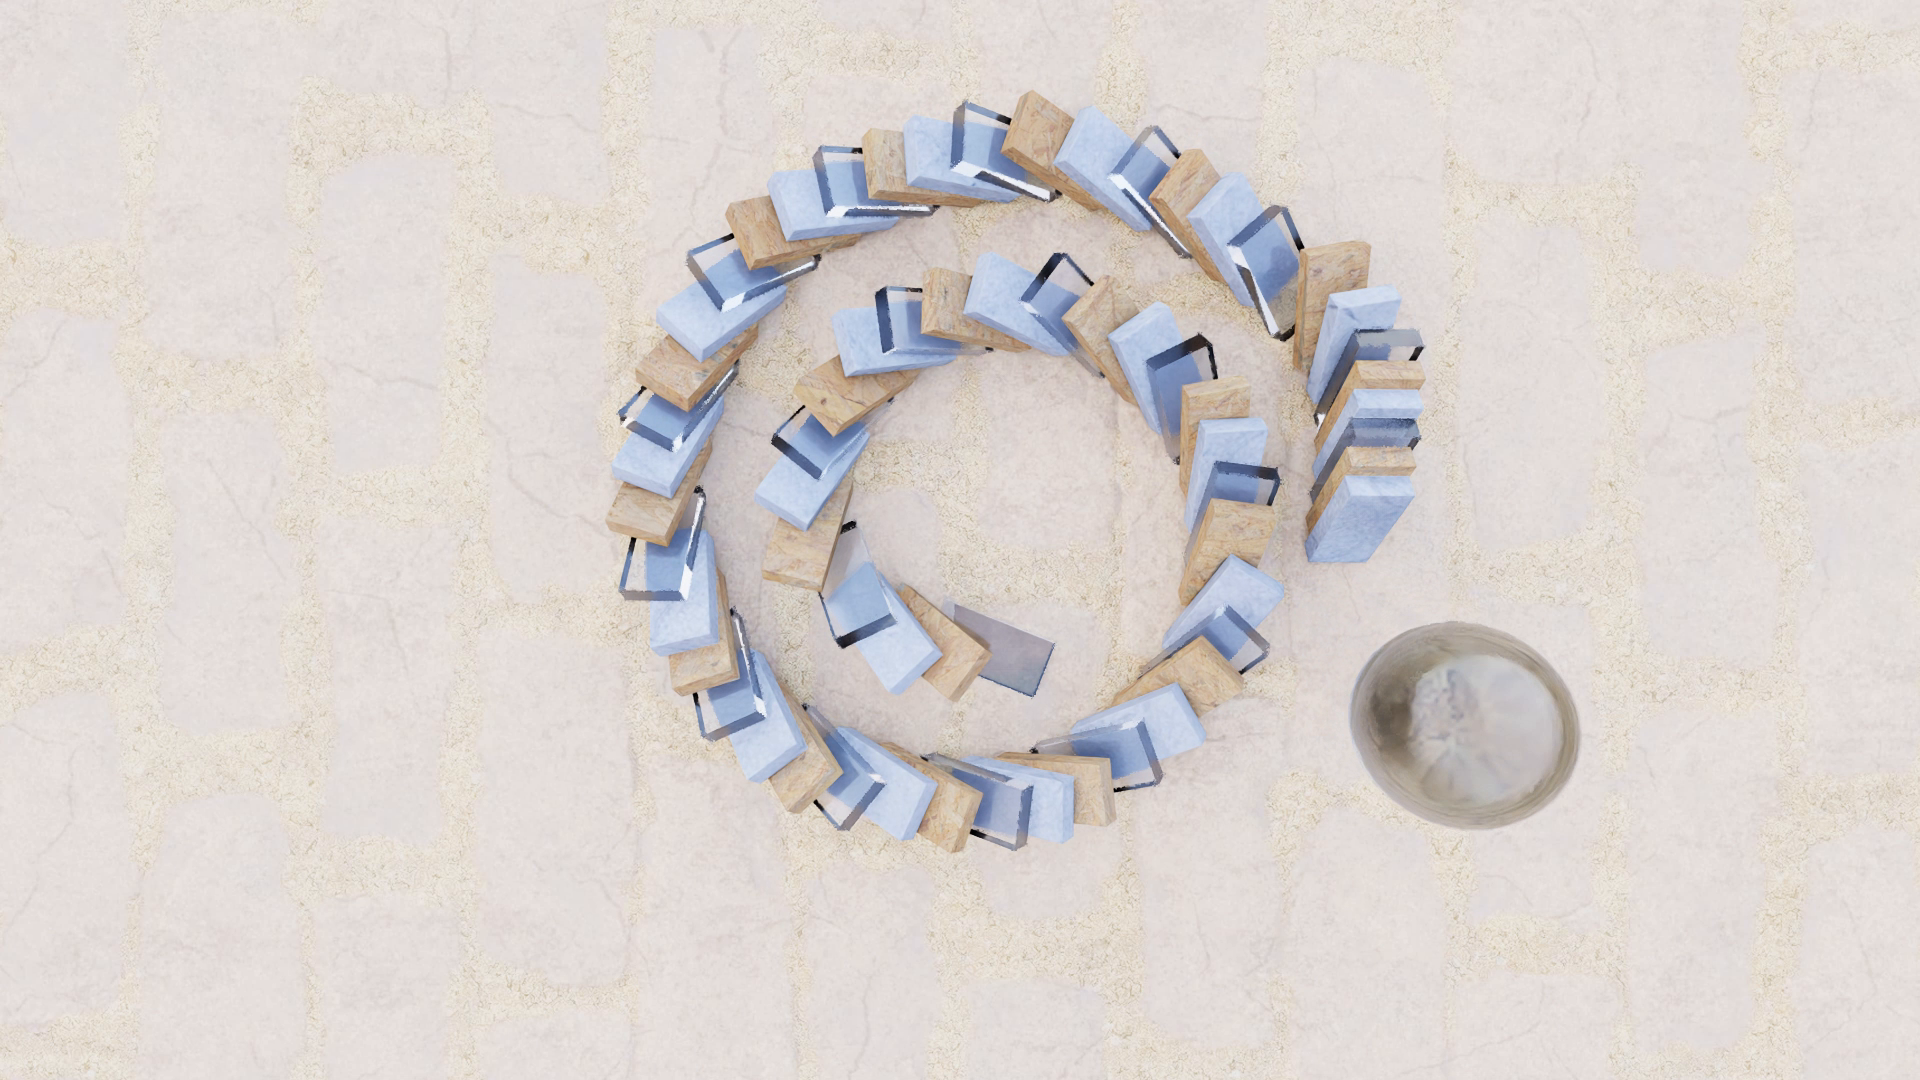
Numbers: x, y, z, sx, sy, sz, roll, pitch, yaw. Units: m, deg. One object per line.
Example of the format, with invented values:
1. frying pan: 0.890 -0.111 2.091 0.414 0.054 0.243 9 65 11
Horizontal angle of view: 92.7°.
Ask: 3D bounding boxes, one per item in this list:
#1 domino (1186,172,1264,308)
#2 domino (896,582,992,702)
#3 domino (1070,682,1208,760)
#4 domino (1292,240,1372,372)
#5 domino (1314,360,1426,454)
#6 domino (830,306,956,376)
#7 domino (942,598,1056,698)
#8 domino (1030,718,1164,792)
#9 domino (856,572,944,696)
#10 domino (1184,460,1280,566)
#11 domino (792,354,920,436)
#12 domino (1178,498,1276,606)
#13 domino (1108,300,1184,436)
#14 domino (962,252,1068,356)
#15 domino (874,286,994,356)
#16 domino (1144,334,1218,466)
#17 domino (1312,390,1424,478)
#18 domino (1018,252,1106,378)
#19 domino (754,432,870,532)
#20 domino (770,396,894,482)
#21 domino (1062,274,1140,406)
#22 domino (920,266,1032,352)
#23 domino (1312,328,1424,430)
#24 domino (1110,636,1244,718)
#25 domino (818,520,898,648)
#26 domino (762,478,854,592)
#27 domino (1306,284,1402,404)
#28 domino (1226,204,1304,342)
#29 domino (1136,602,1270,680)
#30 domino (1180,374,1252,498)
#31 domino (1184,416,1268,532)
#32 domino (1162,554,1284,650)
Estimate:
1. domino: 0.117 -0.124 0.382 0.025 0.009 0.050 -48 123 -2
2. domino: -0.013 0.042 0.384 0.050 0.010 0.025 37 90 30
3. domino: 0.074 0.081 0.383 0.050 0.010 0.025 -30 91 31
4. domino: 0.154 -0.097 0.382 0.025 0.010 0.050 -10 123 -1
5. domino: 0.167 -0.053 0.376 0.025 0.050 0.009 0 58 0
6. domino: -0.027 -0.084 0.382 0.050 0.009 0.025 -14 90 -34
7. domino: 0.013 0.047 0.395 0.050 0.009 0.025 22 90 0
8. domino: 0.057 0.093 0.383 0.050 0.009 0.025 -20 90 30
9. domino: -0.032 0.037 0.382 0.025 0.009 0.050 -43 59 5
10. domino: 0.112 -0.008 0.381 0.025 0.009 0.050 7 128 -1
11. domino: -0.042 -0.066 0.381 0.025 0.010 0.050 48 53 1
12. domino: 0.110 0.007 0.381 0.025 0.009 0.050 8 128 -2
13. domino: 0.083 -0.071 0.382 0.025 0.009 0.050 -35 125 0
14. domino: 0.027 -0.097 0.382 0.050 0.009 0.025 17 87 -34
15. domino: -0.010 -0.091 0.381 0.050 0.009 0.025 -7 89 -36
16. domino: 0.095 -0.057 0.380 0.025 0.010 0.050 -26 130 -1
17. domino: 0.166 -0.041 0.376 0.025 0.050 0.010 0 58 0
18. domino: 0.050 -0.093 0.383 0.050 0.009 0.025 37 90 -32
19. domino: -0.062 -0.030 0.385 0.025 0.009 0.050 31 64 0
20. domino: -0.053 -0.050 0.383 0.025 0.009 0.050 39 59 0
21. domino: 0.067 -0.083 0.383 0.025 0.009 0.050 -46 122 0
22. domino: 0.008 -0.095 0.382 0.050 0.009 0.025 3 89 -35
23. domino: 0.167 -0.065 0.377 0.025 0.050 0.010 0 56 0
24. domino: 0.090 0.064 0.382 0.025 0.010 0.050 46 122 -2
25. domino: -0.047 0.018 0.382 0.025 0.010 0.050 -25 57 0
26. domino: -0.063 -0.005 0.384 0.025 0.010 0.050 13 63 0
27. domino: 0.161 -0.080 0.378 0.025 0.050 0.009 -9 51 0
28. domino: 0.133 -0.111 0.383 0.025 0.009 0.050 -41 123 0
29. domino: 0.101 0.051 0.383 0.025 0.010 0.050 44 122 -1
30. domino: 0.105 -0.042 0.380 0.025 0.009 0.050 -10 129 -1
31. domino: 0.110 -0.026 0.380 0.025 0.010 0.050 -3 128 -2
32. domino: 0.109 0.032 0.383 0.025 0.009 0.050 31 122 0
